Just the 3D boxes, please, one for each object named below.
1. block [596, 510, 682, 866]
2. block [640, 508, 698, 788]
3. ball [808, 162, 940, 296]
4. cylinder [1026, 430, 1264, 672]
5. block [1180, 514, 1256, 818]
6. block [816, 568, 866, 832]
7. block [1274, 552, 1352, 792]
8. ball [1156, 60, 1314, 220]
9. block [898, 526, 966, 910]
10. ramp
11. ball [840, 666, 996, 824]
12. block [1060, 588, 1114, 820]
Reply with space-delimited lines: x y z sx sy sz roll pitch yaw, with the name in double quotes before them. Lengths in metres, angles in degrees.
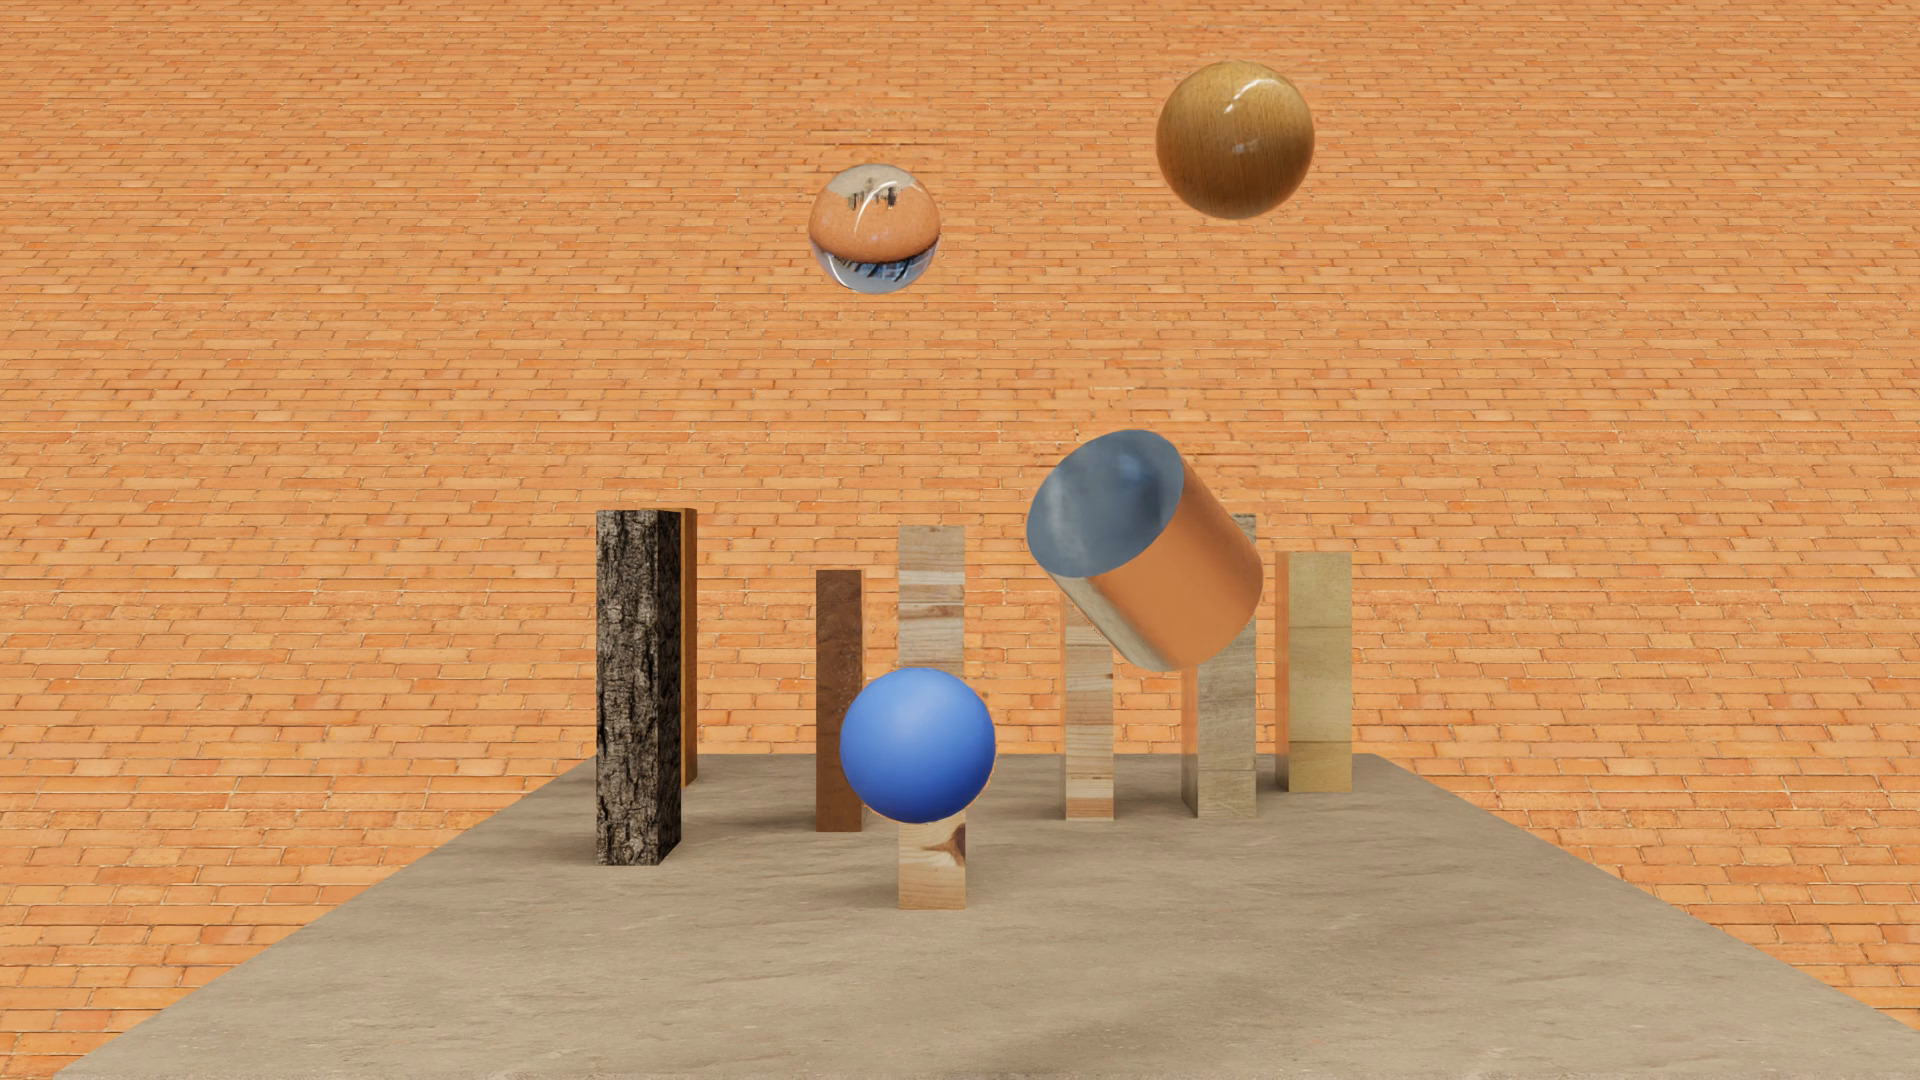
"block" -0.561 0.249 4.544 0.103 0.599 0.371 0 0 0
"block" -0.659 0.239 5.875 0.098 0.621 0.267 0 0 0
"ball" -0.080 -0.294 2.448 0.125 0.125 0.125 0 30 0
"cylinder" 0.177 0.011 2.463 0.167 0.167 0.167 -21 46 23
"block" 0.525 0.248 5.287 0.115 0.600 0.384 0 0 0
"block" -0.228 0.302 5.006 0.085 0.493 0.284 0 0 0
"block" 0.785 0.288 5.757 0.137 0.521 0.247 0 0 0
"ball" 0.261 -0.379 2.454 0.151 0.151 0.151 0 30 0
"block" -0.042 0.264 3.981 0.099 0.569 0.287 0 0 0
"ramp" 0.067 0.598 4.657 2.000 0.100 4.000 0 0 0
"ball" -0.038 0.187 2.358 0.143 0.143 0.143 0 30 0
"block" 0.253 0.285 5.201 0.093 0.527 0.292 0 0 0
